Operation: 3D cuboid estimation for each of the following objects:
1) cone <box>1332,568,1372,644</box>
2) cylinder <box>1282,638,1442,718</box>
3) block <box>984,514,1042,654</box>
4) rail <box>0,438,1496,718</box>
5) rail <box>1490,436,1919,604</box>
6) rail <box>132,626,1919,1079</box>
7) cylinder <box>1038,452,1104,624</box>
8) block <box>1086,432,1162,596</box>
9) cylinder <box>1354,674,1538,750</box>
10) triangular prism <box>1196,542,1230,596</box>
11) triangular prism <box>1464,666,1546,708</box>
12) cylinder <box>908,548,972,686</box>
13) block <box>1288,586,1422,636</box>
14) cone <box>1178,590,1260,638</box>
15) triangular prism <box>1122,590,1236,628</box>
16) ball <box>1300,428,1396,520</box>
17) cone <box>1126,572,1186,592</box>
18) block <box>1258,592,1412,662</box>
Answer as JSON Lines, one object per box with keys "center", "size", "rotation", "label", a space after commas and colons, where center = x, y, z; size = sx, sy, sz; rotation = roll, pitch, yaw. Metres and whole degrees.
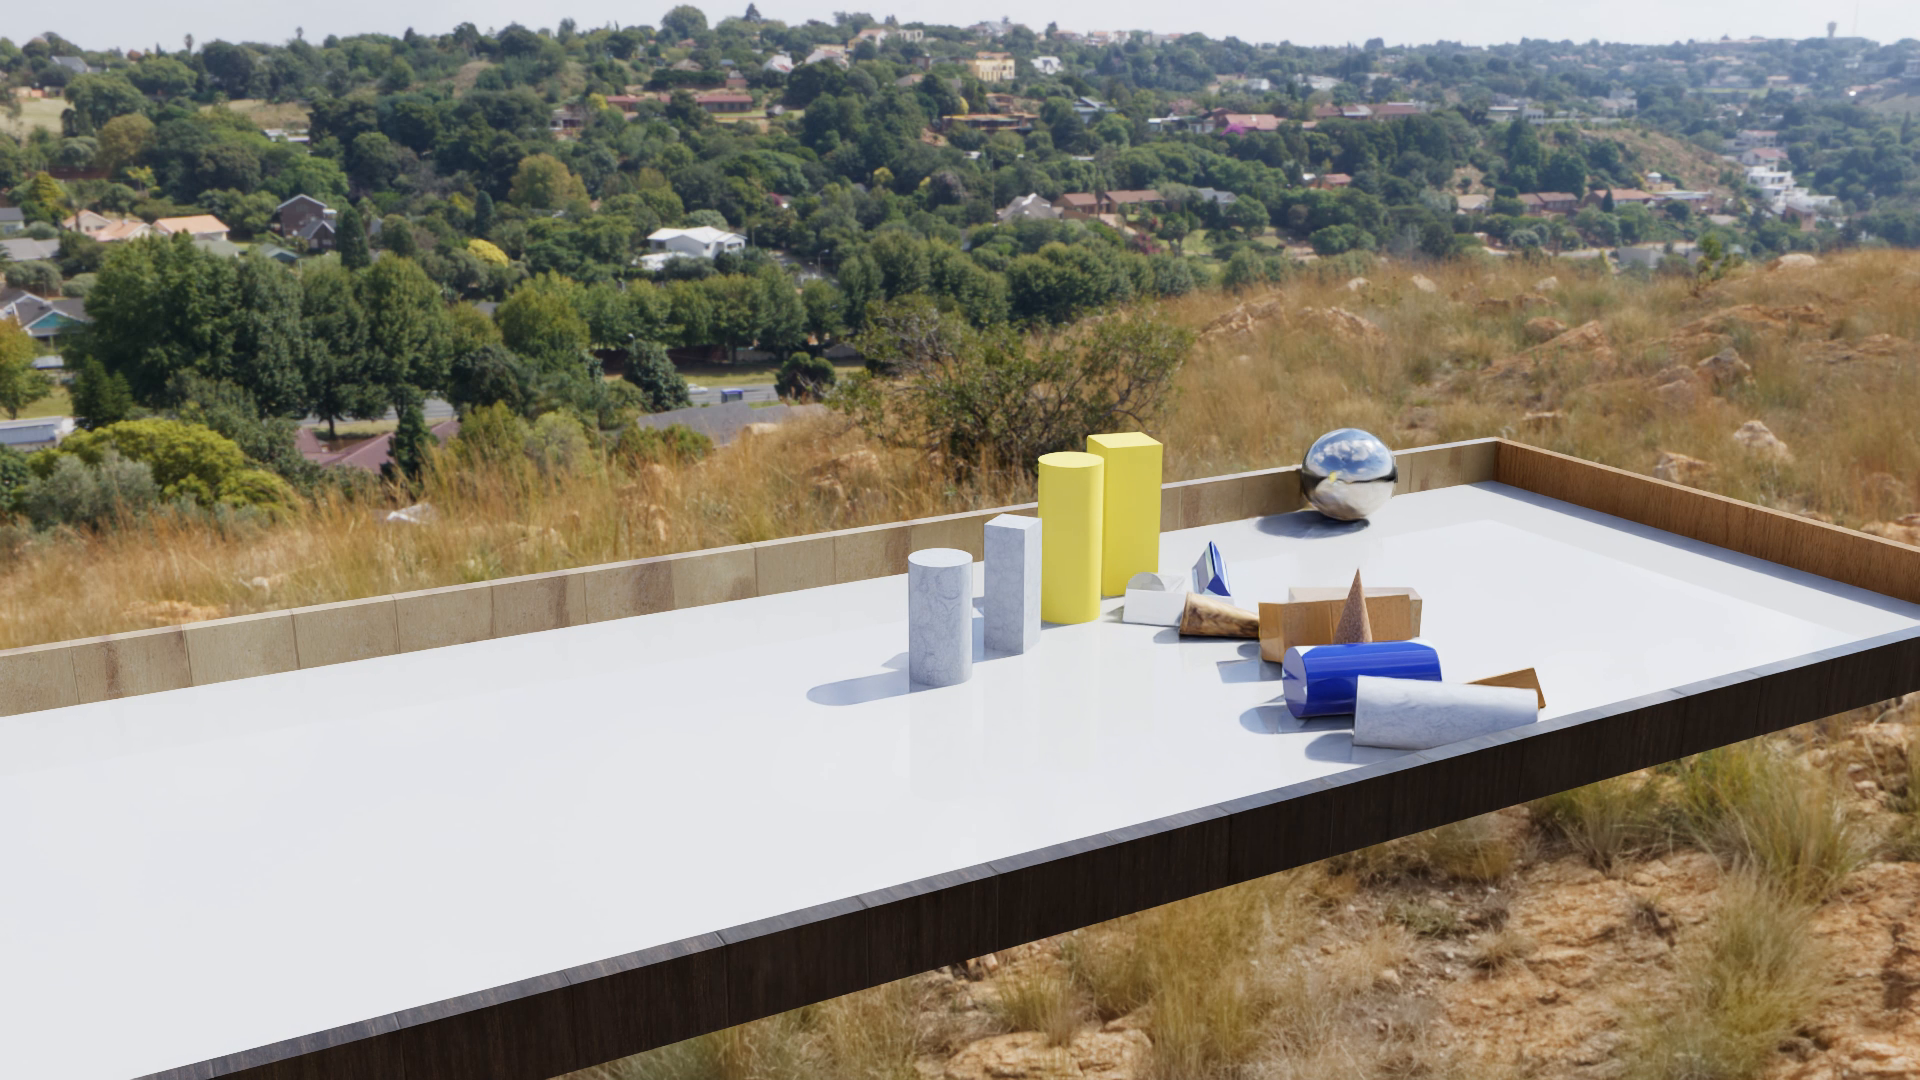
{"center": [0.975, 0.212, 4.080], "size": [0.152, 0.312, 0.152], "rotation": [0, 16, 0], "label": "cone"}
{"center": [0.957, 0.329, 3.939], "size": [0.332, 0.167, 0.167], "rotation": [-3, 17, -9], "label": "cylinder"}
{"center": [0.140, 0.115, 4.358], "size": [0.114, 0.341, 0.114], "rotation": [8, 18, 25], "label": "block"}
{"center": [-3.305, 0.497, 3.399], "size": [12.000, 0.150, 0.050], "rotation": [-9, 18, -27], "label": "rail"}
{"center": [2.466, -0.048, 5.253], "size": [0.050, 0.150, 2.100], "rotation": [-9, 18, -27], "label": "rail"}
{"center": [-2.336, 1.006, 1.665], "size": [12.000, 0.150, 0.050], "rotation": [-9, 18, -27], "label": "rail"}
{"center": [0.305, -0.007, 4.586], "size": [0.180, 0.446, 0.180], "rotation": [0, 16, 0], "label": "cylinder"}
{"center": [0.476, -0.077, 4.833], "size": [0.167, 0.442, 0.167], "rotation": [-5, 17, -16], "label": "block"}
{"center": [1.090, 0.399, 3.719], "size": [0.386, 0.158, 0.158], "rotation": [4, 17, 13], "label": "cylinder"}
{"center": [0.757, 0.086, 4.920], "size": [0.088, 0.076, 0.341], "rotation": [1, 16, 6], "label": "triangular prism"}
{"center": [1.240, 0.371, 3.930], "size": [0.338, 0.086, 0.099], "rotation": [-9, 18, -27], "label": "triangular prism"}
{"center": [-0.049, 0.193, 4.144], "size": [0.160, 0.312, 0.160], "rotation": [0, 16, 0], "label": "cylinder"}
{"center": [1.074, 0.196, 4.499], "size": [0.339, 0.107, 0.107], "rotation": [0, 16, 0], "label": "block"}
{"center": [0.816, 0.235, 4.451], "size": [0.432, 0.120, 0.120], "rotation": [10, 18, 7], "label": "cone"}
{"center": [0.608, 0.186, 4.567], "size": [0.301, 0.083, 0.095], "rotation": [4, 17, 13], "label": "triangular prism"}
{"center": [1.305, -0.221, 5.553], "size": [0.312, 0.312, 0.312], "rotation": [0, 16, 0], "label": "ball"}
{"center": [0.603, 0.129, 4.812], "size": [0.117, 0.117, 0.374], "rotation": [8, 9, 25], "label": "cone"}
{"center": [0.968, 0.225, 4.262], "size": [0.352, 0.150, 0.150], "rotation": [-4, 1, -12], "label": "block"}
